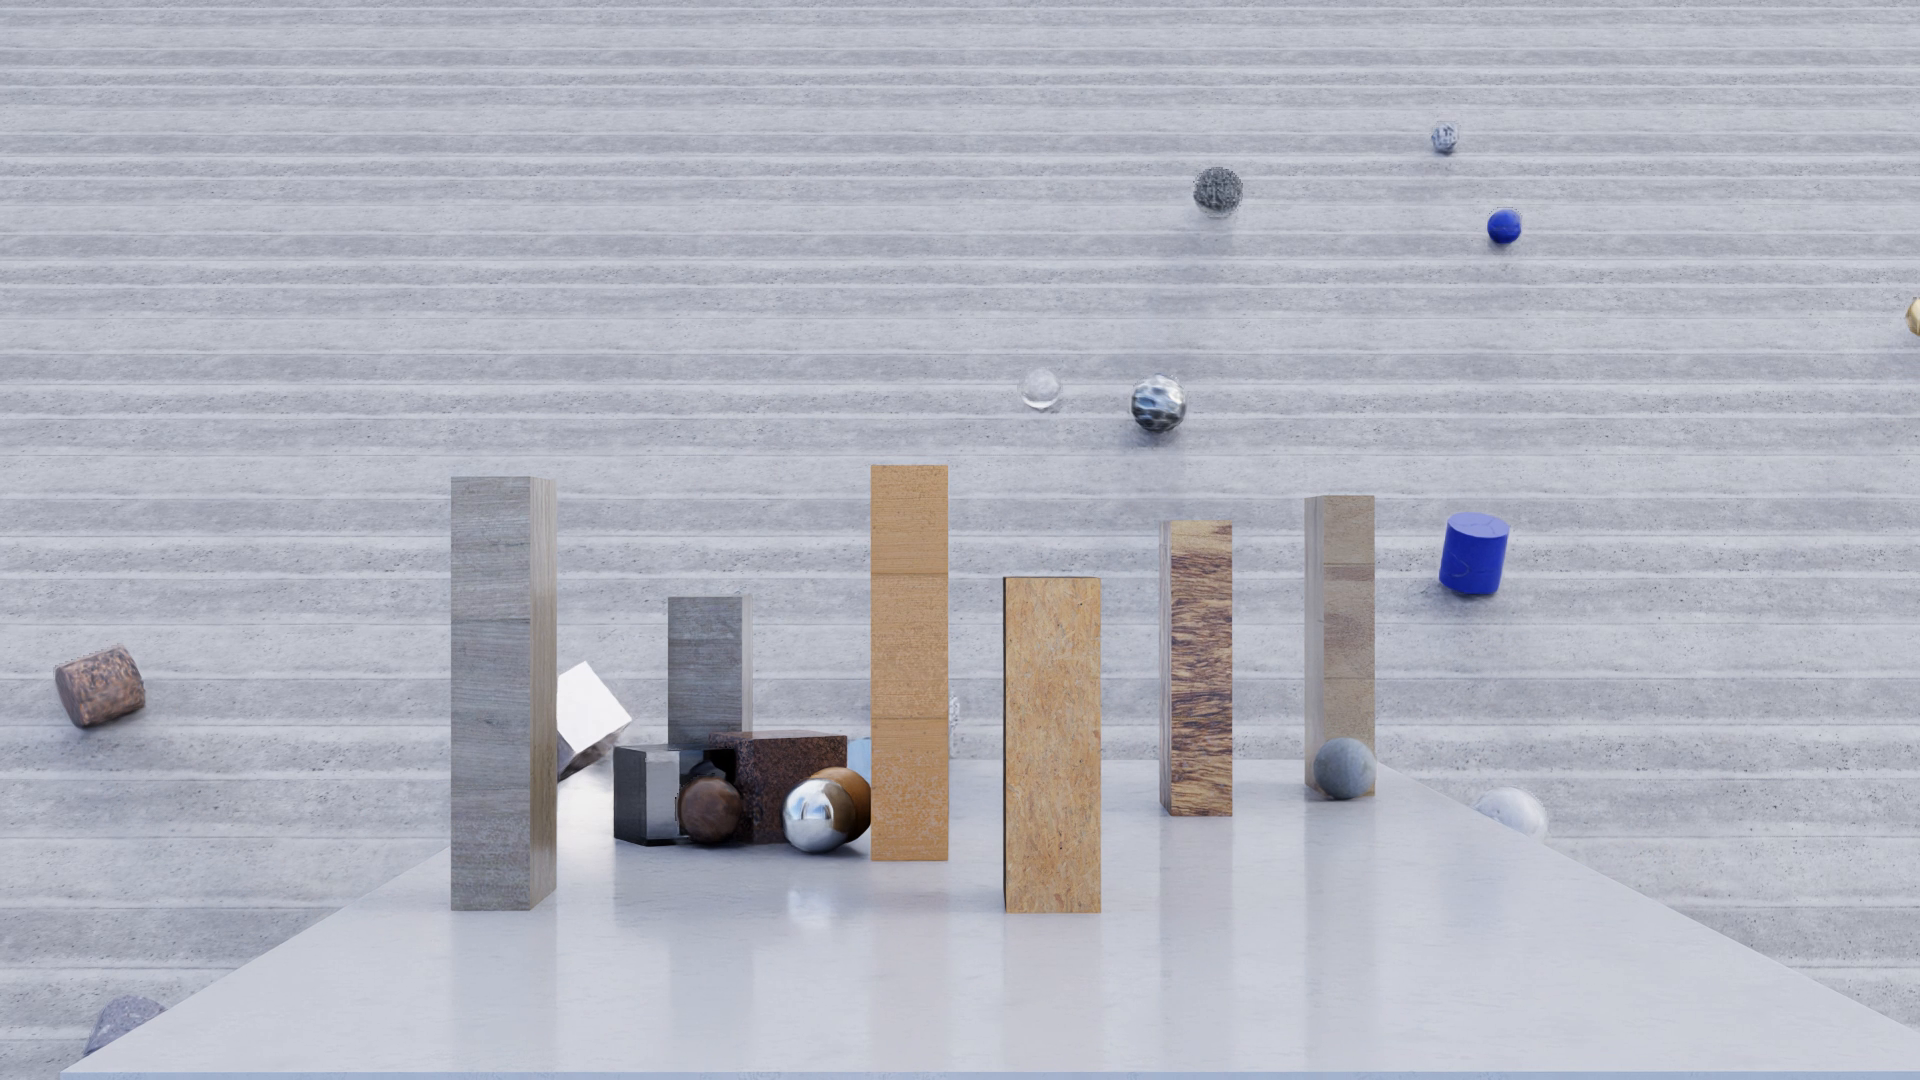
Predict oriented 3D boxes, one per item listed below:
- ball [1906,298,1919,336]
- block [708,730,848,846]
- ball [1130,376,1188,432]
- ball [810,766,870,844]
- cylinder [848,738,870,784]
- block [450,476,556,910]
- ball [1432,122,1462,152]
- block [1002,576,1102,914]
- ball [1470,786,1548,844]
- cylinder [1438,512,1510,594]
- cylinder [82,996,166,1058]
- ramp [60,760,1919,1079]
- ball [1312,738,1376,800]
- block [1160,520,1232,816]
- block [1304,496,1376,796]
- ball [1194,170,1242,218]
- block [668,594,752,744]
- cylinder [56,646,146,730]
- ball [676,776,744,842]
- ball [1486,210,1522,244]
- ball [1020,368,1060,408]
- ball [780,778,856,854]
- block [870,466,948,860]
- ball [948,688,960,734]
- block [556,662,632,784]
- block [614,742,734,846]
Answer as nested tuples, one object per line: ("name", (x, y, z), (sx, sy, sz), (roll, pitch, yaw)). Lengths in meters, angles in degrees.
("ball", (3.350, -0.771, 8.959), (0.144, 0.144, 0.144), (0, 31, 0))
("block", (-0.343, 0.462, 4.871), (0.194, 0.194, 0.194), (0, 0, -30))
("ball", (0.643, -0.438, 8.359), (0.183, 0.183, 0.183), (0, 31, 0))
("ball", (-0.227, 0.487, 4.744), (0.143, 0.143, 0.143), (0, 31, 0))
("cylinder", (-0.190, 0.504, 5.849), (0.118, 0.118, 0.118), (16, 7, 25))
("block", (-0.703, 0.230, 4.006), (0.119, 0.650, 0.259), (0, 0, 0))
("ball", (1.959, -1.621, 10.417), (0.118, 0.118, 0.118), (0, 31, 0))
("block", (0.139, 0.306, 3.977), (0.141, 0.498, 0.261), (0, 0, 0))
("ball", (1.351, 0.711, 6.405), (0.201, 0.201, 0.201), (0, 31, 0))
("cylinder", (1.498, 0.038, 7.539), (0.180, 0.180, 0.180), (4, 24, -2))
("cylinder", (-1.846, 1.127, 5.741), (0.163, 0.163, 0.163), (1, 31, 1))
("ramp", (0.068, 0.608, 4.676), (2.000, 0.100, 4.000), (0, 0, 0))
("ball", (0.832, 0.494, 5.608), (0.135, 0.135, 0.135), (0, 31, 0))
("block", (0.490, 0.261, 5.406), (0.124, 0.601, 0.317), (0, 0, 0))
("block", (0.853, 0.233, 5.833), (0.112, 0.660, 0.312), (0, 0, 0))
("ball", (0.980, -1.316, 9.841), (0.181, 0.181, 0.181), (0, 31, 0))
("block", (-0.488, 0.335, 5.074), (0.141, 0.451, 0.259), (0, 0, 0))
("cylinder", (-2.310, 0.397, 6.959), (0.176, 0.176, 0.176), (-21, 37, -31))
("ball", (-0.454, 0.489, 4.705), (0.120, 0.120, 0.120), (0, 31, 0))
("ball", (2.028, -1.167, 9.641), (0.130, 0.130, 0.130), (0, 31, 0))
("ball", (0.264, -0.499, 8.510), (0.134, 0.134, 0.134), (0, 31, 0))
("ball", (-0.253, 0.491, 4.608), (0.135, 0.135, 0.135), (0, 31, 0))
("block", (-0.088, 0.214, 4.656), (0.134, 0.688, 0.315), (0, 0, 0))
("ball", (-0.079, 0.455, 6.870), (0.160, 0.160, 0.160), (0, 31, 0))
("block", (-1.018, 0.481, 6.717), (0.199, 0.199, 0.199), (50, 47, 9))
("block", (-0.535, 0.473, 4.828), (0.172, 0.172, 0.172), (0, 0, -28))
